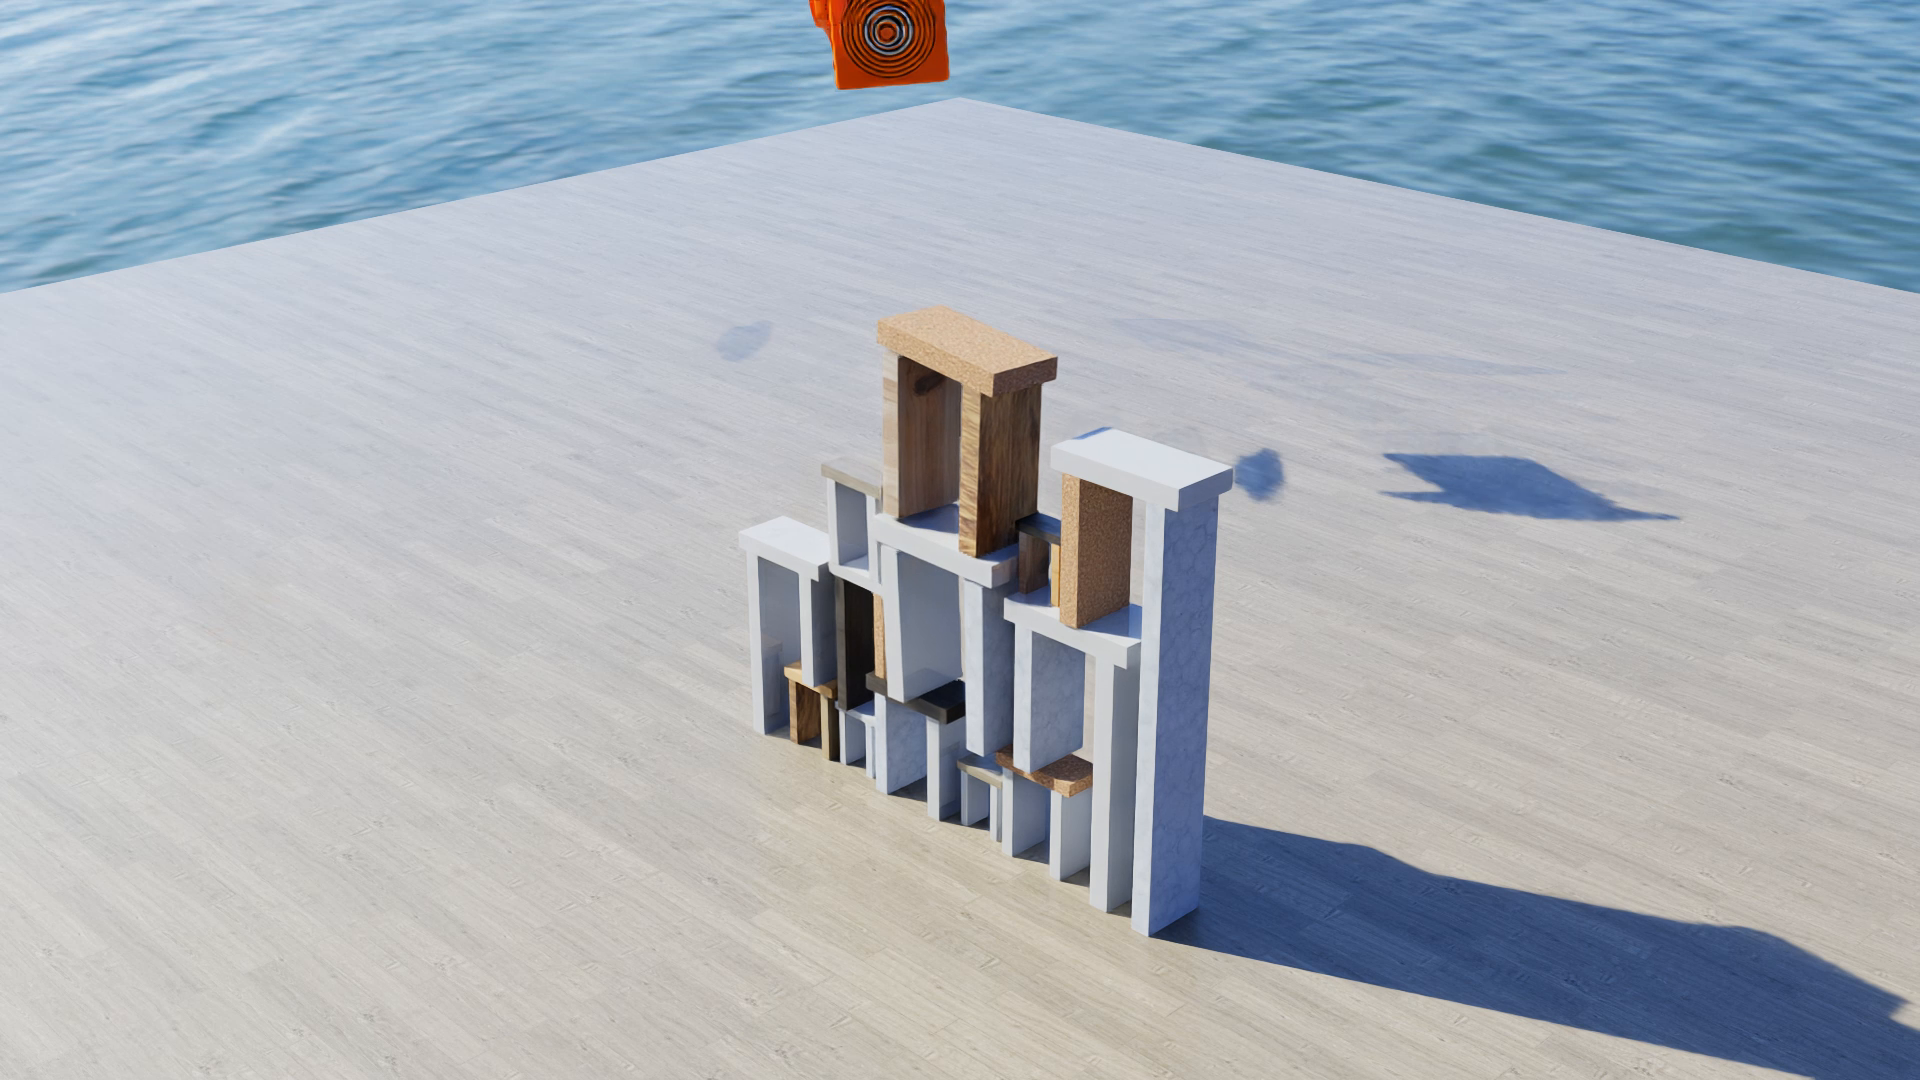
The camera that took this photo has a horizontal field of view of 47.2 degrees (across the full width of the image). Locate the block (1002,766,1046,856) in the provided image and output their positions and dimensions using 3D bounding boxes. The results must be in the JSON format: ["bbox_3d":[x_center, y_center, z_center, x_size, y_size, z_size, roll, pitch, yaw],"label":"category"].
[{"bbox_3d":[0.126,0.515,4.302,0.027,0.191,0.095,21,31,41],"label":"block"}]

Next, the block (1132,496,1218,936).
[{"bbox_3d":[0.383,0.312,3.935,0.041,0.852,0.145,21,31,41],"label":"block"}]

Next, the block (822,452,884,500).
[{"bbox_3d":[-0.182,-0.128,4.357,0.091,0.026,0.182,-21,31,-38],"label":"block"}]

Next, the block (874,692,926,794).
[{"bbox_3d":[-0.121,0.399,4.528,0.114,0.228,0.032,-21,31,-41],"label":"block"}]

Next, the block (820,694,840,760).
[{"bbox_3d":[-0.258,0.384,4.661,0.022,0.152,0.076,21,31,41],"label":"block"}]

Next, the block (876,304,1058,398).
[{"bbox_3d":[0.011,-0.353,4.072,0.161,0.046,0.321,-18,34,-39],"label":"block"}]

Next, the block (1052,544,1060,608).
[{"bbox_3d":[0.195,0.057,4.035,0.061,0.122,0.017,-21,31,-41],"label":"block"}]

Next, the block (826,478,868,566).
[{"bbox_3d":[-0.222,-0.049,4.438,0.091,0.182,0.026,-21,30,-38],"label":"block"}]

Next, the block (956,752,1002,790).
[{"bbox_3d":[0.059,0.455,4.354,0.122,0.017,0.061,21,31,41],"label":"block"}]

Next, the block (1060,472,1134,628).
[{"bbox_3d":[0.246,0.000,3.952,0.145,0.291,0.041,-21,31,-41],"label":"block"}]

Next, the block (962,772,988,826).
[{"bbox_3d":[0.030,0.508,4.408,0.017,0.122,0.061,21,31,41],"label":"block"}]

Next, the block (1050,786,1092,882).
[{"bbox_3d":[0.216,0.550,4.219,0.095,0.191,0.027,-21,31,-41],"label":"block"}]

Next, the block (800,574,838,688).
[{"bbox_3d":[-0.274,0.171,4.591,0.036,0.251,0.126,21,31,41],"label":"block"}]

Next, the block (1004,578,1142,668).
[{"bbox_3d":[0.241,0.147,4.032,0.150,0.043,0.301,-21,31,-41],"label":"block"}]

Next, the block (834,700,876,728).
[{"bbox_3d":[-0.197,0.353,4.588,0.124,0.018,0.062,21,31,41],"label":"block"}]

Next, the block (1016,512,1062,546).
[{"bbox_3d":[0.167,-0.019,4.034,0.061,0.017,0.122,-21,31,-41],"label":"block"}]

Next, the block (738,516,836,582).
[{"bbox_3d":[-0.333,0.016,4.589,0.251,0.036,0.126,21,31,41],"label":"block"}]

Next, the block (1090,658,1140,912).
[{"bbox_3d":[0.312,0.433,4.076,0.043,0.518,0.150,21,31,41],"label":"block"}]

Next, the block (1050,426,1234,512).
[{"bbox_3d":[0.314,-0.126,3.824,0.145,0.041,0.291,-21,31,-41],"label":"block"}]

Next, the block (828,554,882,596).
[{"bbox_3d":[-0.171,0.066,4.435,0.092,0.026,0.184,-21,31,-39],"label":"block"}]

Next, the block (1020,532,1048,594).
[{"bbox_3d":[0.138,0.034,4.088,0.061,0.122,0.017,-21,31,-40],"label":"block"}]

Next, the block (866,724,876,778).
[{"bbox_3d":[-0.167,0.430,4.589,0.018,0.124,0.062,21,31,41],"label":"block"}]

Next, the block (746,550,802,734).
[{"bbox_3d":[-0.392,0.205,4.734,0.036,0.425,0.126,21,31,41],"label":"block"}]

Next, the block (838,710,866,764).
[{"bbox_3d":[-0.225,0.407,4.643,0.062,0.124,0.018,-21,31,-41],"label":"block"}]

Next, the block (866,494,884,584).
[{"bbox_3d":[-0.139,-0.014,4.357,0.091,0.182,0.026,-21,30,-39],"label":"block"}]

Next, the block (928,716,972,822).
[{"bbox_3d":[-0.014,0.441,4.430,0.032,0.228,0.114,21,31,40],"label":"block"}]

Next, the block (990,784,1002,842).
[{"bbox_3d":[0.088,0.530,4.355,0.017,0.122,0.061,21,31,41],"label":"block"}]

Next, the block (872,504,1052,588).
[{"bbox_3d":[0.001,0.000,4.204,0.323,0.046,0.162,22,31,40],"label":"block"}]

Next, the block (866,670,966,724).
[{"bbox_3d":[-0.069,0.301,4.426,0.228,0.032,0.114,21,30,40],"label":"block"}]

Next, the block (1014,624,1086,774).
[{"bbox_3d":[0.170,0.277,4.164,0.043,0.301,0.150,21,31,41],"label":"block"}]

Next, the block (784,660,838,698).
[{"bbox_3d":[-0.294,0.290,4.660,0.152,0.022,0.076,21,31,41],"label":"block"}]

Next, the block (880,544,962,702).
[{"bbox_3d":[-0.074,0.143,4.341,0.162,0.323,0.046,-22,29,-39],"label":"block"}]

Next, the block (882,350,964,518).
[{"bbox_3d":[-0.070,-0.216,4.211,0.161,0.321,0.046,-17,27,-37],"label":"block"}]

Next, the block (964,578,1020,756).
[{"bbox_3d":[0.084,0.219,4.220,0.162,0.365,0.046,-21,30,-41],"label":"block"}]

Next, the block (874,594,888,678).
[{"bbox_3d":[-0.130,0.180,4.435,0.092,0.184,0.026,-21,30,-39],"label":"block"}]

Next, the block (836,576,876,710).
[{"bbox_3d":[-0.212,0.200,4.540,0.026,0.302,0.092,21,31,41],"label":"block"}]

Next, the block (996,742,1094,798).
[{"bbox_3d":[0.170,0.433,4.218,0.191,0.027,0.095,21,31,40],"label":"block"}]

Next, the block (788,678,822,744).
[{"bbox_3d":[-0.330,0.356,4.727,0.022,0.152,0.076,21,31,41],"label":"block"}]

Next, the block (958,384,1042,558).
[{"bbox_3d":[0.074,-0.143,4.071,0.161,0.321,0.046,-20,31,-40],"label":"block"}]
